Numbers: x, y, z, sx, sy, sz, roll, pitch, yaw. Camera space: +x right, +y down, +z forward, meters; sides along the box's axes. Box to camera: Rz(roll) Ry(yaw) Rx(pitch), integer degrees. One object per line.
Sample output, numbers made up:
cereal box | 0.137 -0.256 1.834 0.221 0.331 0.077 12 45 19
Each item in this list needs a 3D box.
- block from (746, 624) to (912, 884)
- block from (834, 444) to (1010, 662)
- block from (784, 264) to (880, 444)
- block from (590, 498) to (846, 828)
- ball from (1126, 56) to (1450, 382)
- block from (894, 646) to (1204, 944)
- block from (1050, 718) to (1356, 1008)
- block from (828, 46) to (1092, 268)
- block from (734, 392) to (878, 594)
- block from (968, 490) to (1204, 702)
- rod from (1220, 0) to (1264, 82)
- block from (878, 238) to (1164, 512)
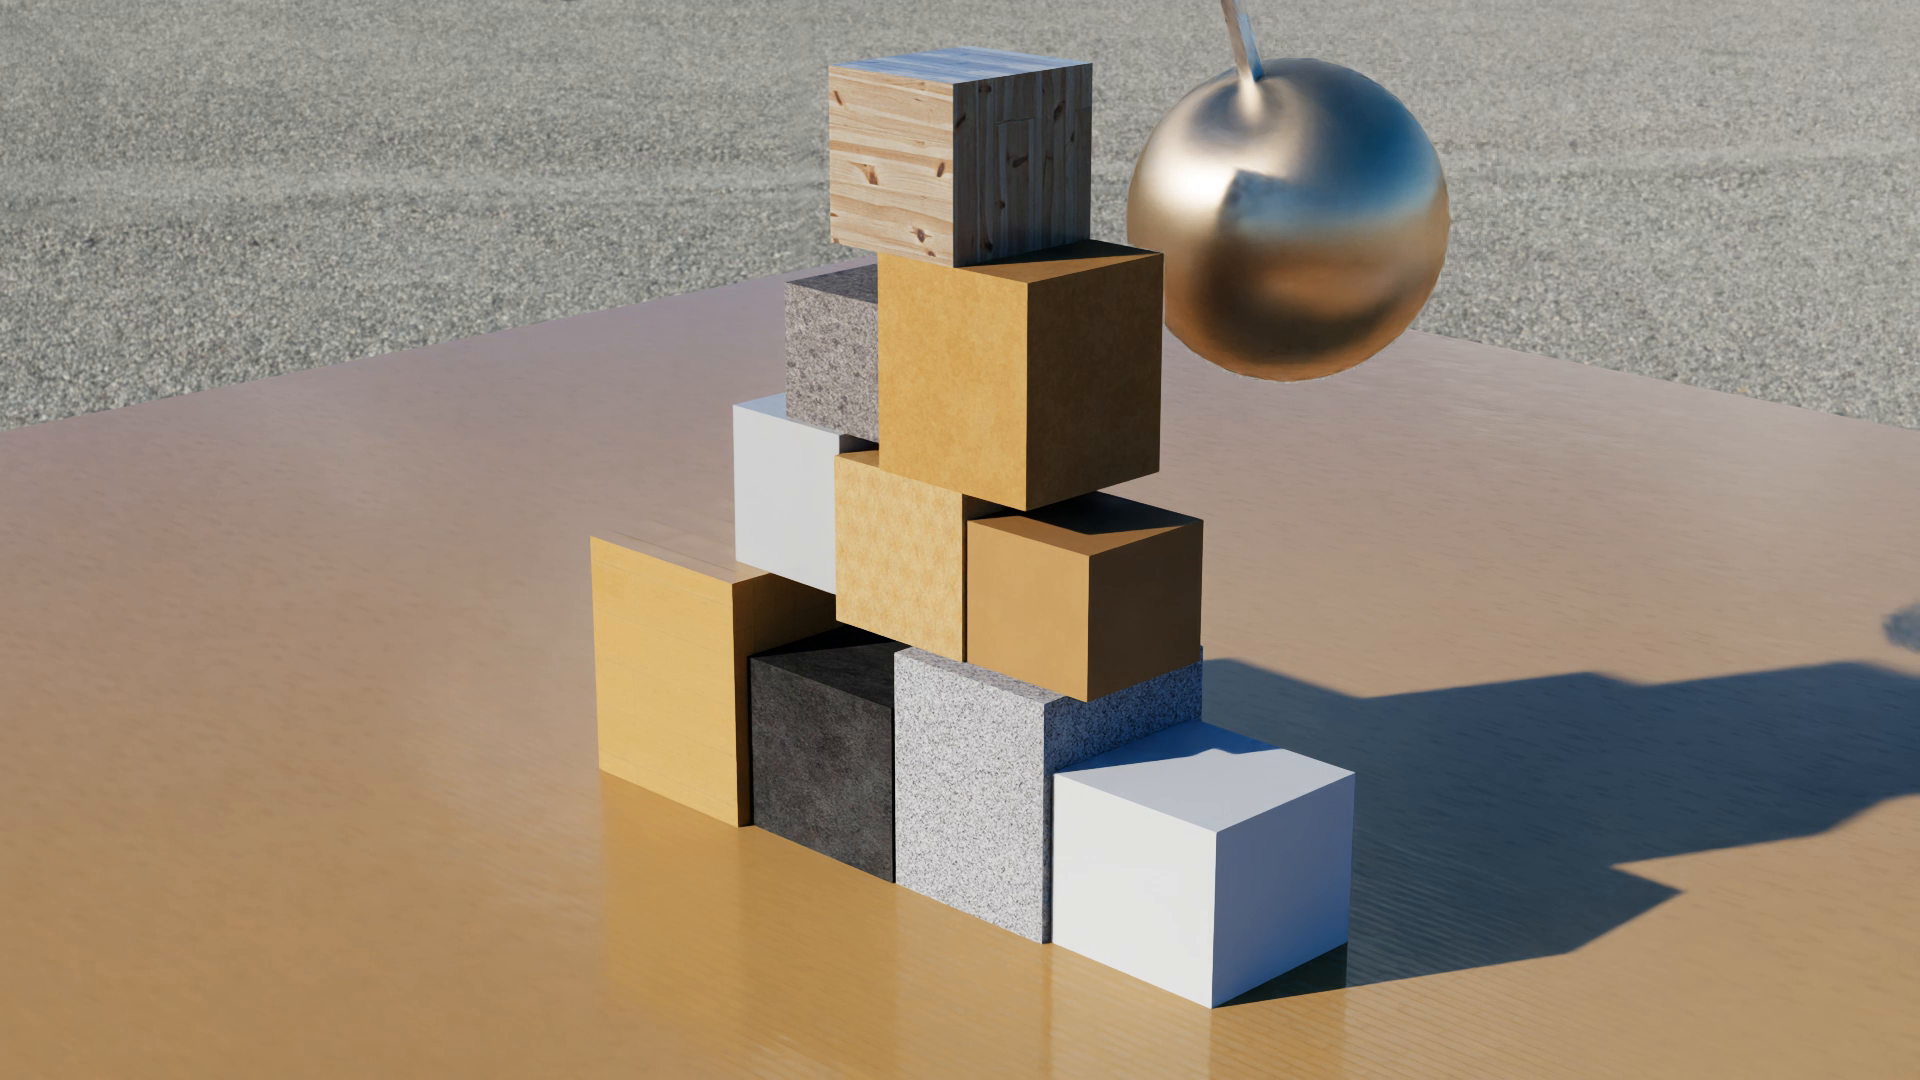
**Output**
block | -0.280 0.944 13.924 1.059 0.851 0.979 -17 24 -42
block | 0.004 -0.006 13.334 0.801 0.785 0.815 -17 24 -42
block | -0.308 -0.863 13.410 0.673 0.633 0.715 -17 24 -42
block | -1.016 0.550 14.553 1.180 1.224 1.058 -17 24 -42
ball | 1.623 -1.586 14.544 1.600 1.600 1.600 0 17 0
block | 0.398 1.020 13.239 1.036 1.115 0.915 -17 24 -42
block | 1.043 1.373 12.656 0.917 0.792 0.913 -17 24 -42
block | 0.004 -1.691 12.814 0.856 0.777 0.762 -17 24 -42
block | -0.549 -0.264 13.828 0.726 0.767 0.730 -17 24 -42
block | 0.545 0.224 12.824 0.736 0.651 0.716 -17 24 -42
rod | 0.703 -4.307 12.725 0.080 5.200 0.080 17 46 42
block | 0.262 -0.776 12.835 0.854 0.983 0.898 -17 24 -42
